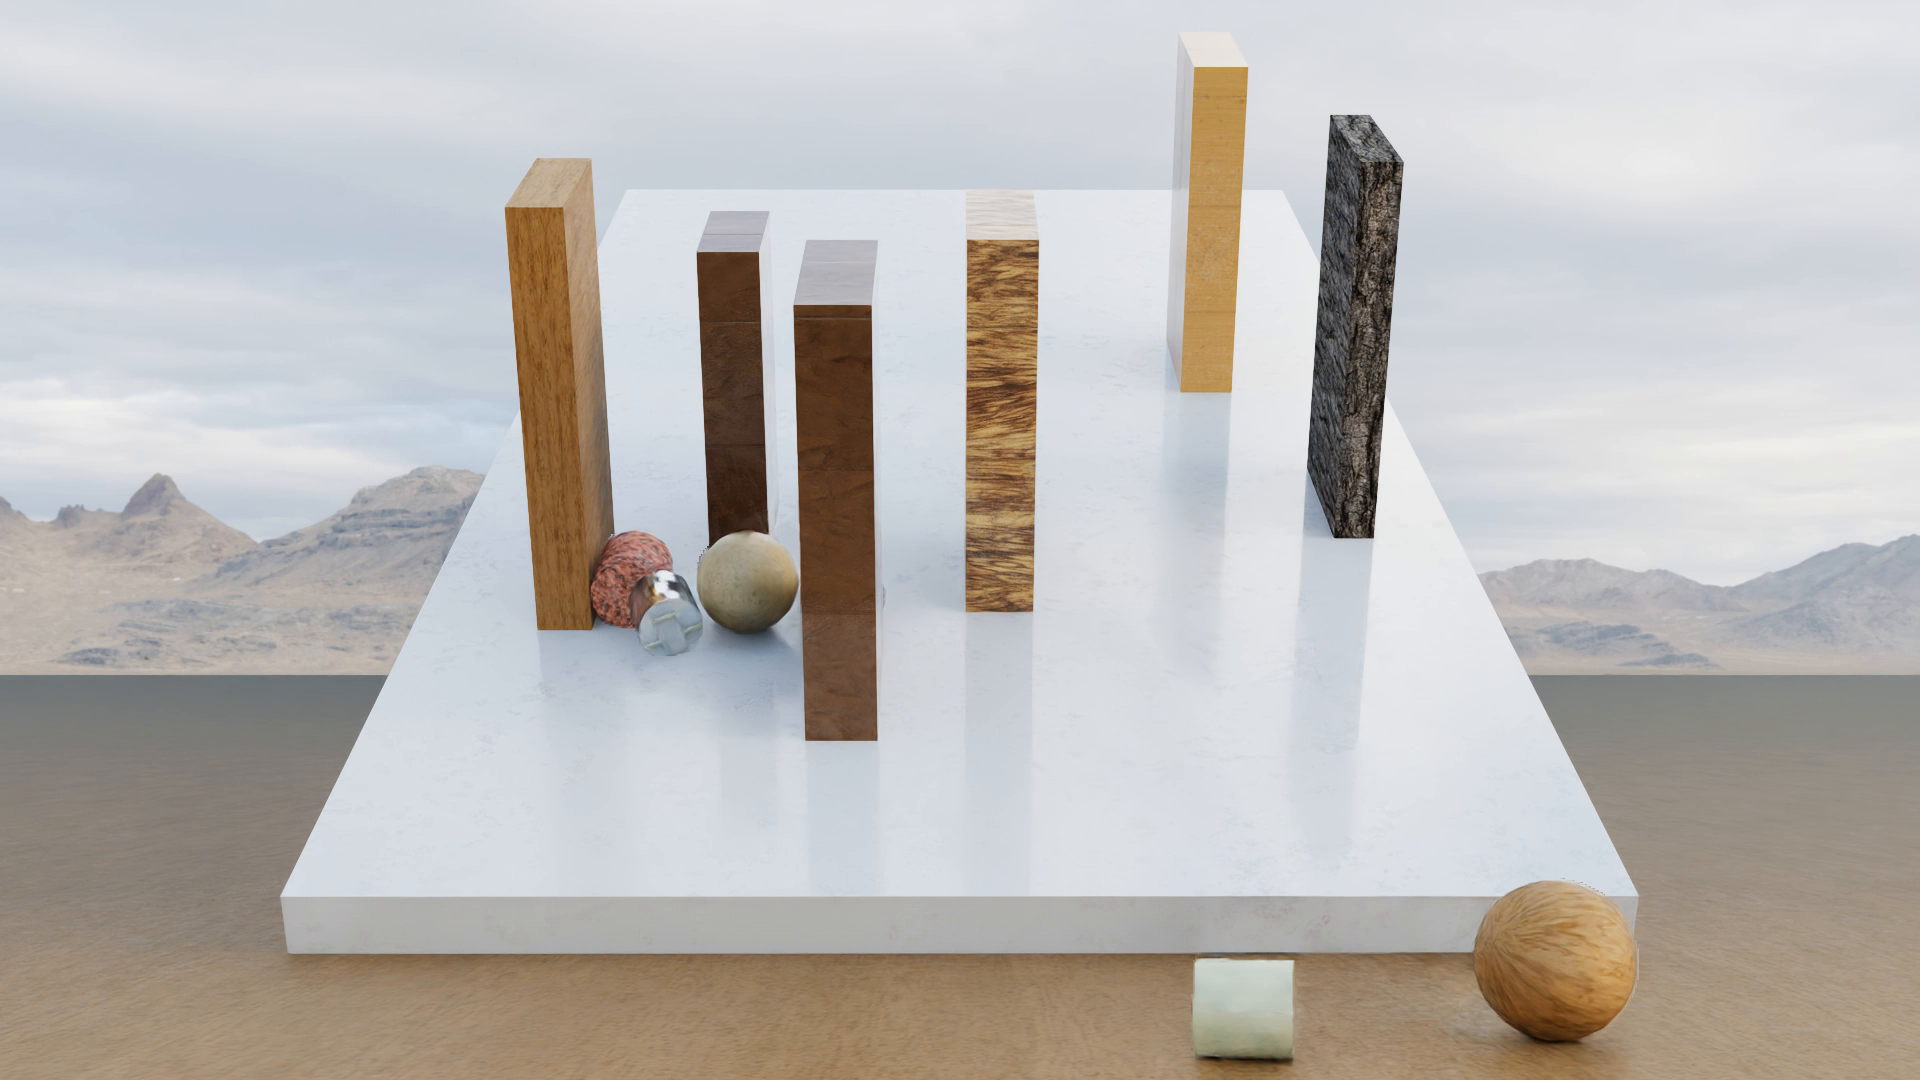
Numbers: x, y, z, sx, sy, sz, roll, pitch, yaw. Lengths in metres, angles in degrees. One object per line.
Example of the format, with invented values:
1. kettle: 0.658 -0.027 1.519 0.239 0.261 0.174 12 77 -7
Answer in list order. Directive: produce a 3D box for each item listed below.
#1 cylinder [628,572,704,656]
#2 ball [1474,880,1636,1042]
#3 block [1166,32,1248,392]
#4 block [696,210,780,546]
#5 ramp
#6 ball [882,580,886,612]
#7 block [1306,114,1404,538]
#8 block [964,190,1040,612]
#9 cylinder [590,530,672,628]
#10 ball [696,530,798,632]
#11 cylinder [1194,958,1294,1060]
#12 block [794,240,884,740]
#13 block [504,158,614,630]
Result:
1. cylinder: -0.528 0.132 4.163 0.115 0.115 0.115 1 24 -19
2. ball: 0.680 0.481 2.653 0.182 0.182 0.182 0 -3 0
3. block: 0.575 -0.772 5.443 0.120 0.762 0.391 0 23 0
4. block: -0.431 -0.304 4.538 0.116 0.621 0.283 0 23 0
5. ramp: -0.008 -0.227 5.268 2.000 0.100 4.000 0 23 0
6. ball: -0.203 0.101 4.214 0.137 0.137 0.137 0 -3 0
7. block: 0.787 -0.431 4.654 0.080 0.766 0.384 0 23 0
8. block: 0.073 -0.261 4.323 0.126 0.715 0.337 0 23 0
9. cylinder: -0.605 0.072 4.275 0.134 0.134 0.134 0 26 1
10. ball: -0.386 0.076 4.212 0.185 0.185 0.185 0 -3 0
11. cylinder: 0.310 0.511 2.525 0.105 0.105 0.105 0 -3 9
12. block: -0.197 -0.084 3.864 0.120 0.756 0.357 0 23 0
13. block: -0.722 -0.266 4.233 0.099 0.793 0.337 0 23 0
